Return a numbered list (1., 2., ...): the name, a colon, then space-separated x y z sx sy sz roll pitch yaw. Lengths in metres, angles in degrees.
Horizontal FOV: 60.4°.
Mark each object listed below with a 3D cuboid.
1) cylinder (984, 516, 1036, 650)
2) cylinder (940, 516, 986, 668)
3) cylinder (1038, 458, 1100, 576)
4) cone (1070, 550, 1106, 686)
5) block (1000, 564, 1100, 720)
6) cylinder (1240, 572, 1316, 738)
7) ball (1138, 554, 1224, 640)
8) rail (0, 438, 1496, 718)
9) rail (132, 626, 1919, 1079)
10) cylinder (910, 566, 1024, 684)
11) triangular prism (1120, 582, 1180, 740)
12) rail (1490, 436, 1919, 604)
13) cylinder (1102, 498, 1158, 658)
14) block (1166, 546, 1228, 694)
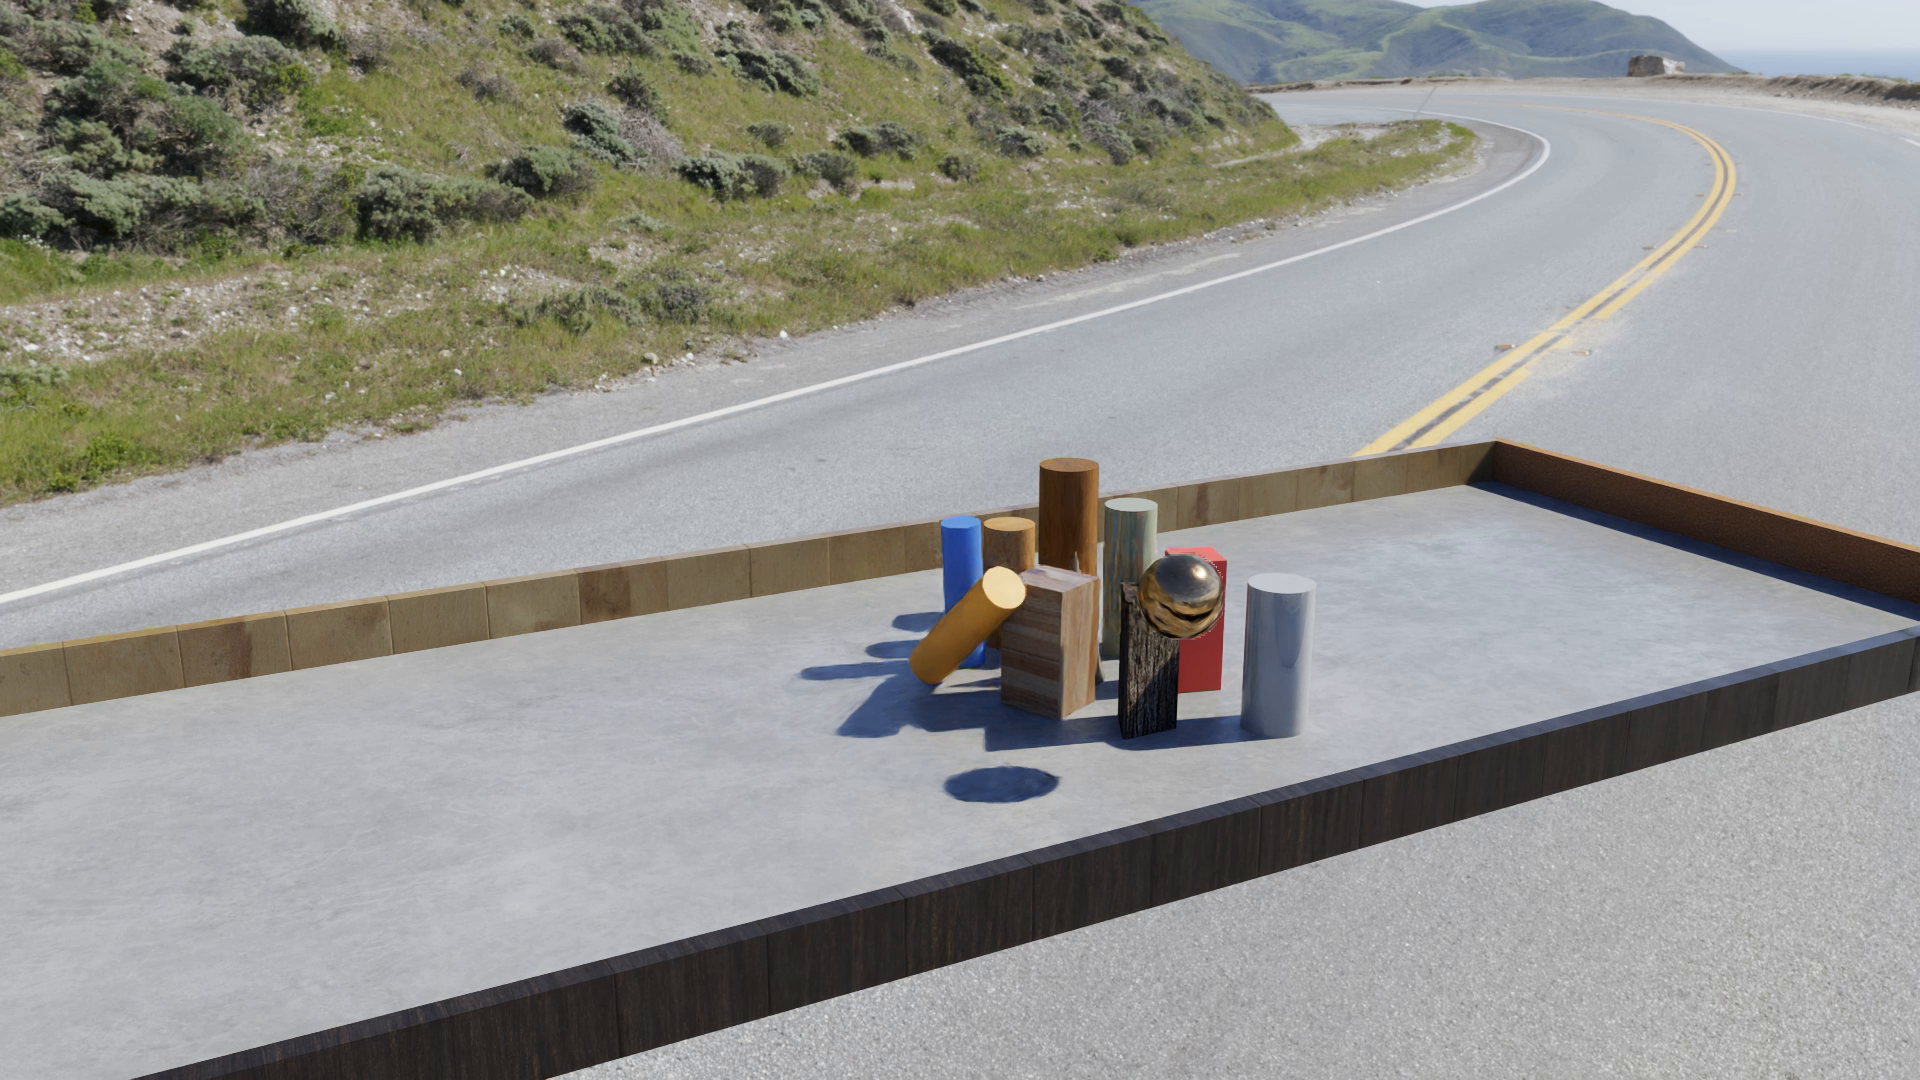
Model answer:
1. cylinder: 0.130 0.115 4.381 0.136 0.328 0.136 0 16 0
2. cylinder: 0.009 0.135 4.224 0.101 0.375 0.101 -2 18 1
3. cylinder: 0.301 -0.002 4.601 0.164 0.429 0.164 0 16 0
4. cone: 0.285 0.184 4.128 0.165 0.339 0.165 0 16 0
5. block: 0.216 0.242 3.962 0.165 0.314 0.165 12 18 35
6. cylinder: 0.737 0.267 3.825 0.155 0.351 0.155 0 16 0
7. ball: 0.472 0.120 3.526 0.184 0.184 0.184 0 16 0
8. rail: -3.305 0.497 3.399 12.000 0.150 0.050 -9 18 -27
9. rail: -2.336 1.006 1.665 12.000 0.150 0.050 -9 18 -27
10. cylinder: 0.011 0.211 3.980 0.109 0.109 0.436 -11 -22 -32
11. triangular prism: 0.411 0.273 3.834 0.149 0.334 0.129 -9 19 -28
12. rail: 2.466 -0.048 5.253 0.050 0.150 2.100 -9 18 -27
13. cylinder: 0.442 0.100 4.309 0.136 0.399 0.136 0 16 0
14. block: 0.578 0.198 4.085 0.117 0.336 0.117 -3 17 -11
